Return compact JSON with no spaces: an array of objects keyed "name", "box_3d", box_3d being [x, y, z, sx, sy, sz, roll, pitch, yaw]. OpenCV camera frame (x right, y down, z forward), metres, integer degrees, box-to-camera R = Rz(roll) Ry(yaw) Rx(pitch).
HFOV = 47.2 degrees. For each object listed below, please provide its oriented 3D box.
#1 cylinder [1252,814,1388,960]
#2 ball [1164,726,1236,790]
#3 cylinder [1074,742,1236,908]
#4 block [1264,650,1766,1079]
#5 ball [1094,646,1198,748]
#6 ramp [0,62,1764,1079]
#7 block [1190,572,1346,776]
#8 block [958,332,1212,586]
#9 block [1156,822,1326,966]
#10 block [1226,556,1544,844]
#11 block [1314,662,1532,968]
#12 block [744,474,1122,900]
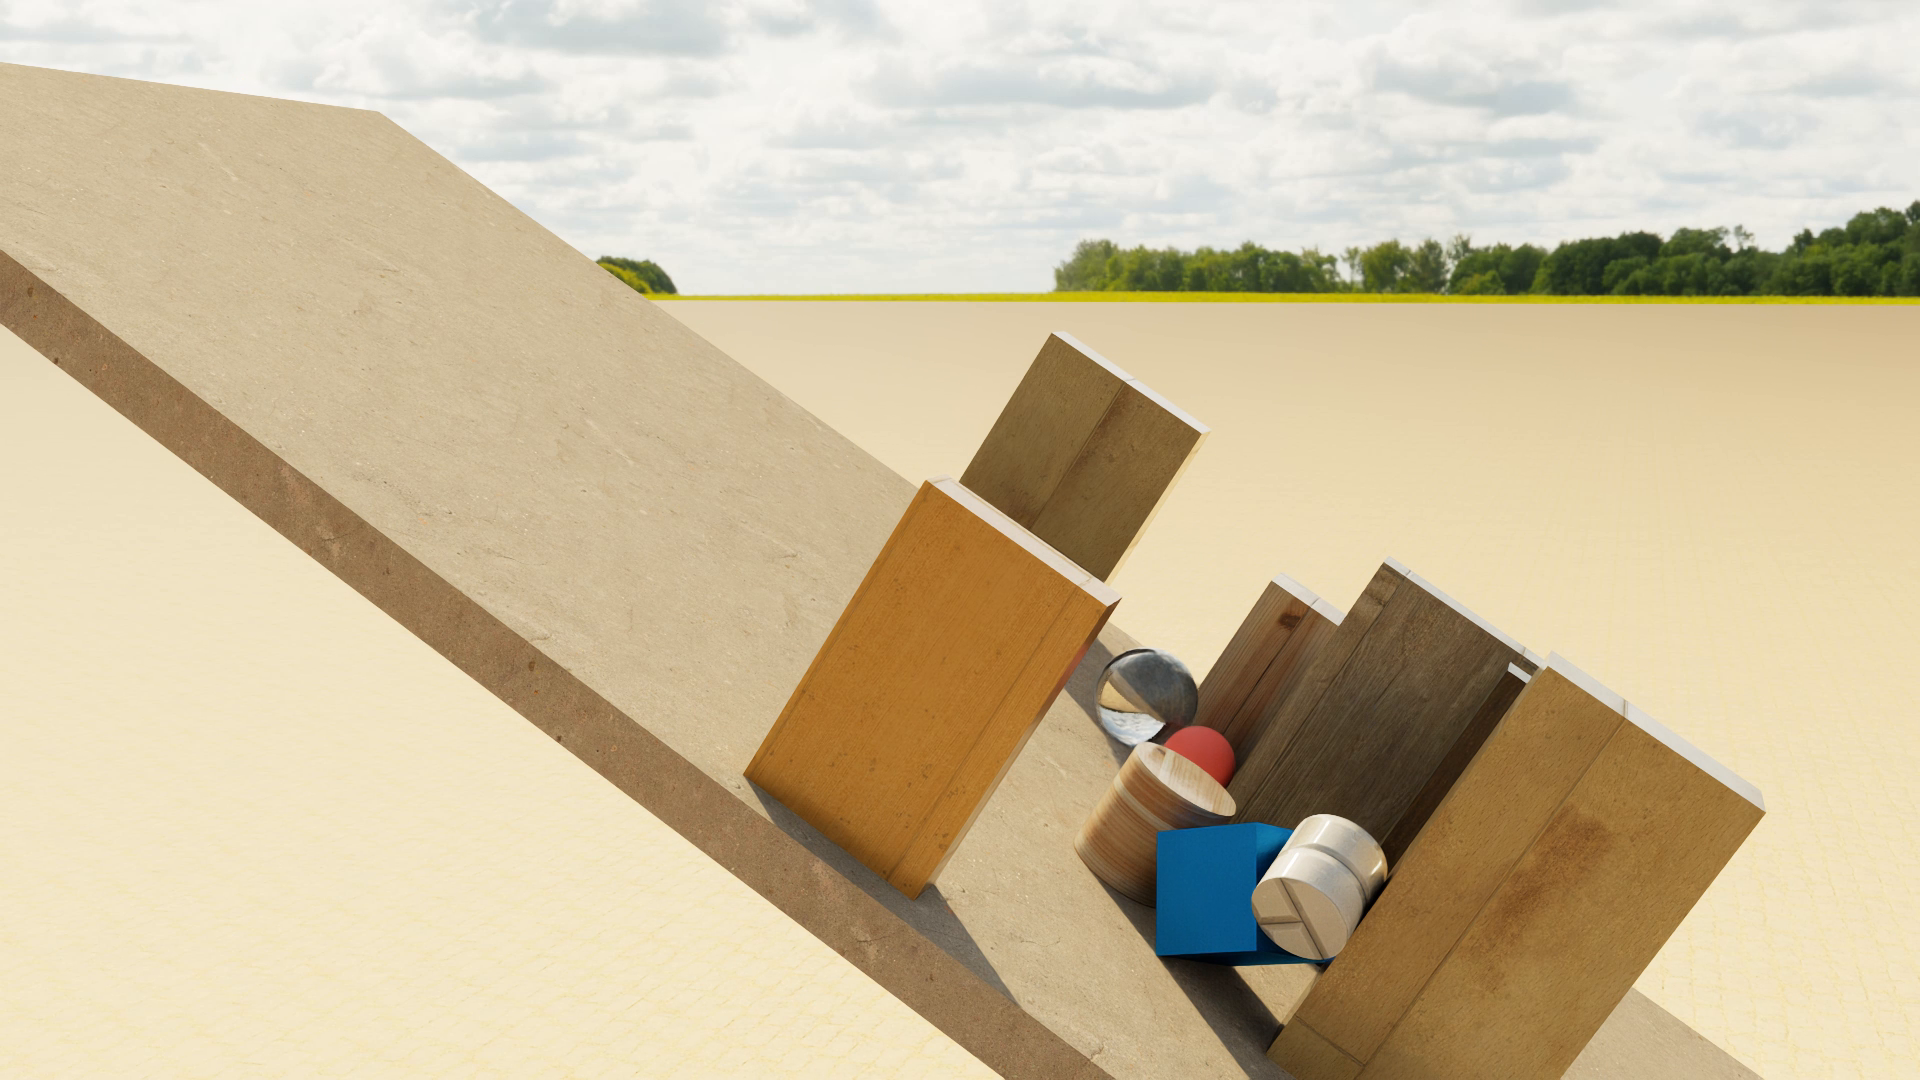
[{"name":"cylinder","box_3d":[0.546,0.525,3.337,0.156,0.156,0.156,5,34,35]},{"name":"ball","box_3d":[0.452,0.426,4.187,0.144,0.144,0.144,0,7,0]},{"name":"cylinder","box_3d":[0.325,0.476,3.670,0.197,0.197,0.197,30,15,-9]},{"name":"block","box_3d":[0.820,0.576,3.288,0.361,0.739,0.140,35,15,10]},{"name":"ball","box_3d":[0.362,0.308,4.274,0.200,0.200,0.200,0,7,0]},{"name":"ramp","box_3d":[-0.138,0.230,4.105,4.000,0.100,2.000,35,15,10]},{"name":"block","box_3d":[0.678,0.355,4.331,0.407,0.418,0.136,35,15,10]},{"name":"block","box_3d":[0.237,-0.129,4.793,0.390,0.518,0.114,35,15,10]},{"name":"block","box_3d":[0.449,0.565,3.484,0.195,0.195,0.195,-13,-22,42]},{"name":"block","box_3d":[0.768,0.377,4.086,0.346,0.601,0.094,35,15,10]},{"name":"block","box_3d":[0.863,0.532,3.754,0.243,0.615,0.081,35,15,10]},{"name":"block","box_3d":[-0.043,0.211,3.149,0.311,0.520,0.096,35,15,10]}]
